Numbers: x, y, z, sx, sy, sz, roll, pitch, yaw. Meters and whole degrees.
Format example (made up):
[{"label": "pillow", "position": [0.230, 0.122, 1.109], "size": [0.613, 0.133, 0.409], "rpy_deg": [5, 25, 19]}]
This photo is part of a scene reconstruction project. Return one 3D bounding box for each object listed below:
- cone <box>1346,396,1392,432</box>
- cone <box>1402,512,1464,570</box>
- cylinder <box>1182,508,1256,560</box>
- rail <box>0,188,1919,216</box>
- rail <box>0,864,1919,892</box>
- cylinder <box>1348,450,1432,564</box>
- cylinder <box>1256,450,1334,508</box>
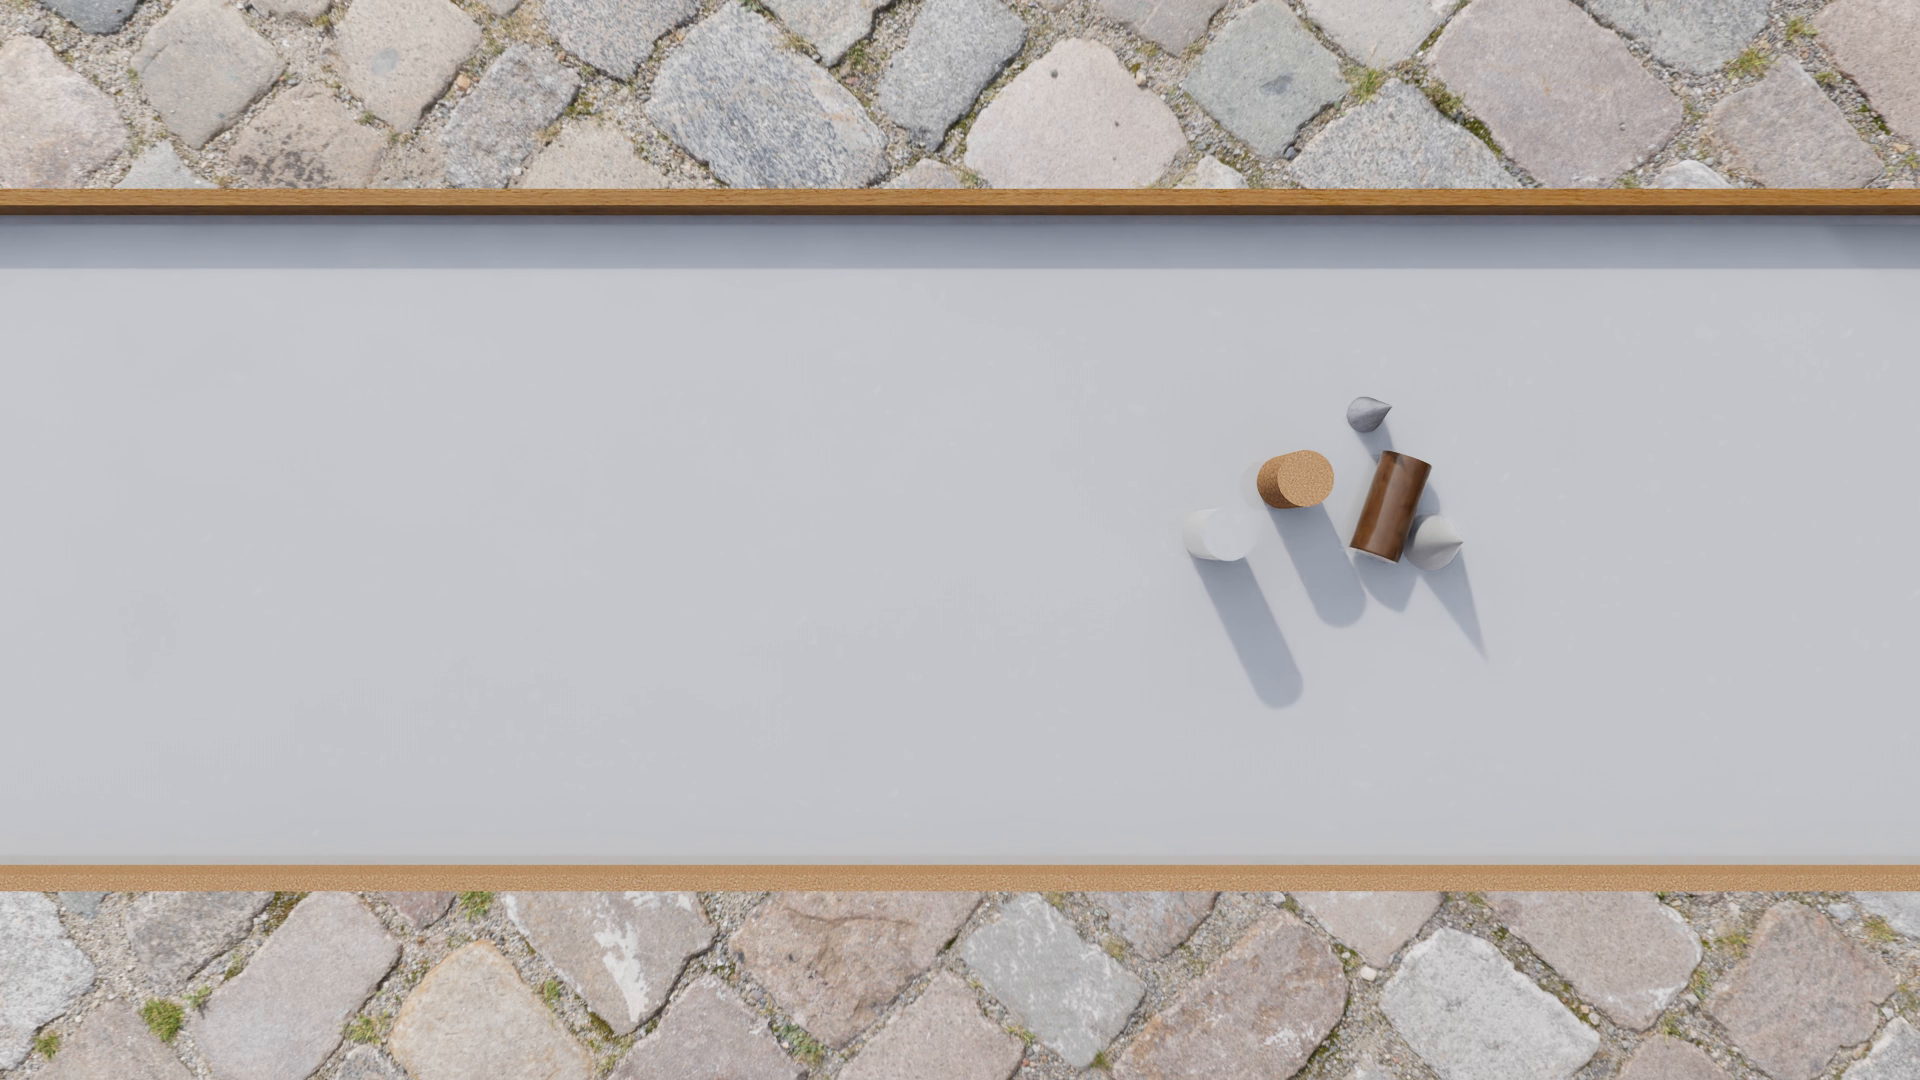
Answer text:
[{"label": "cone", "position": [1.246, -0.386, 4.912], "size": [0.111, 0.328, 0.111], "rpy_deg": [0, 90, 0]}, {"label": "cone", "position": [1.446, 0.005, 4.904], "size": [0.177, 0.346, 0.177], "rpy_deg": [0, 90, 0]}, {"label": "cylinder", "position": [0.761, -0.017, 4.869], "size": [0.153, 0.416, 0.153], "rpy_deg": [0, 90, 0]}, {"label": "rail", "position": [-2.247, -1.025, 5.002], "size": [12.000, 0.150, 0.050], "rpy_deg": [0, 90, 0]}, {"label": "rail", "position": [-2.247, 1.025, 5.001], "size": [12.000, 0.150, 0.050], "rpy_deg": [0, 90, 0]}, {"label": "cylinder", "position": [1.304, -0.099, 4.999], "size": [0.155, 0.155, 0.311], "rpy_deg": [19, 90, 0]}, {"label": "cylinder", "position": [0.995, -0.178, 4.911], "size": [0.164, 0.331, 0.164], "rpy_deg": [0, 90, 0]}]
